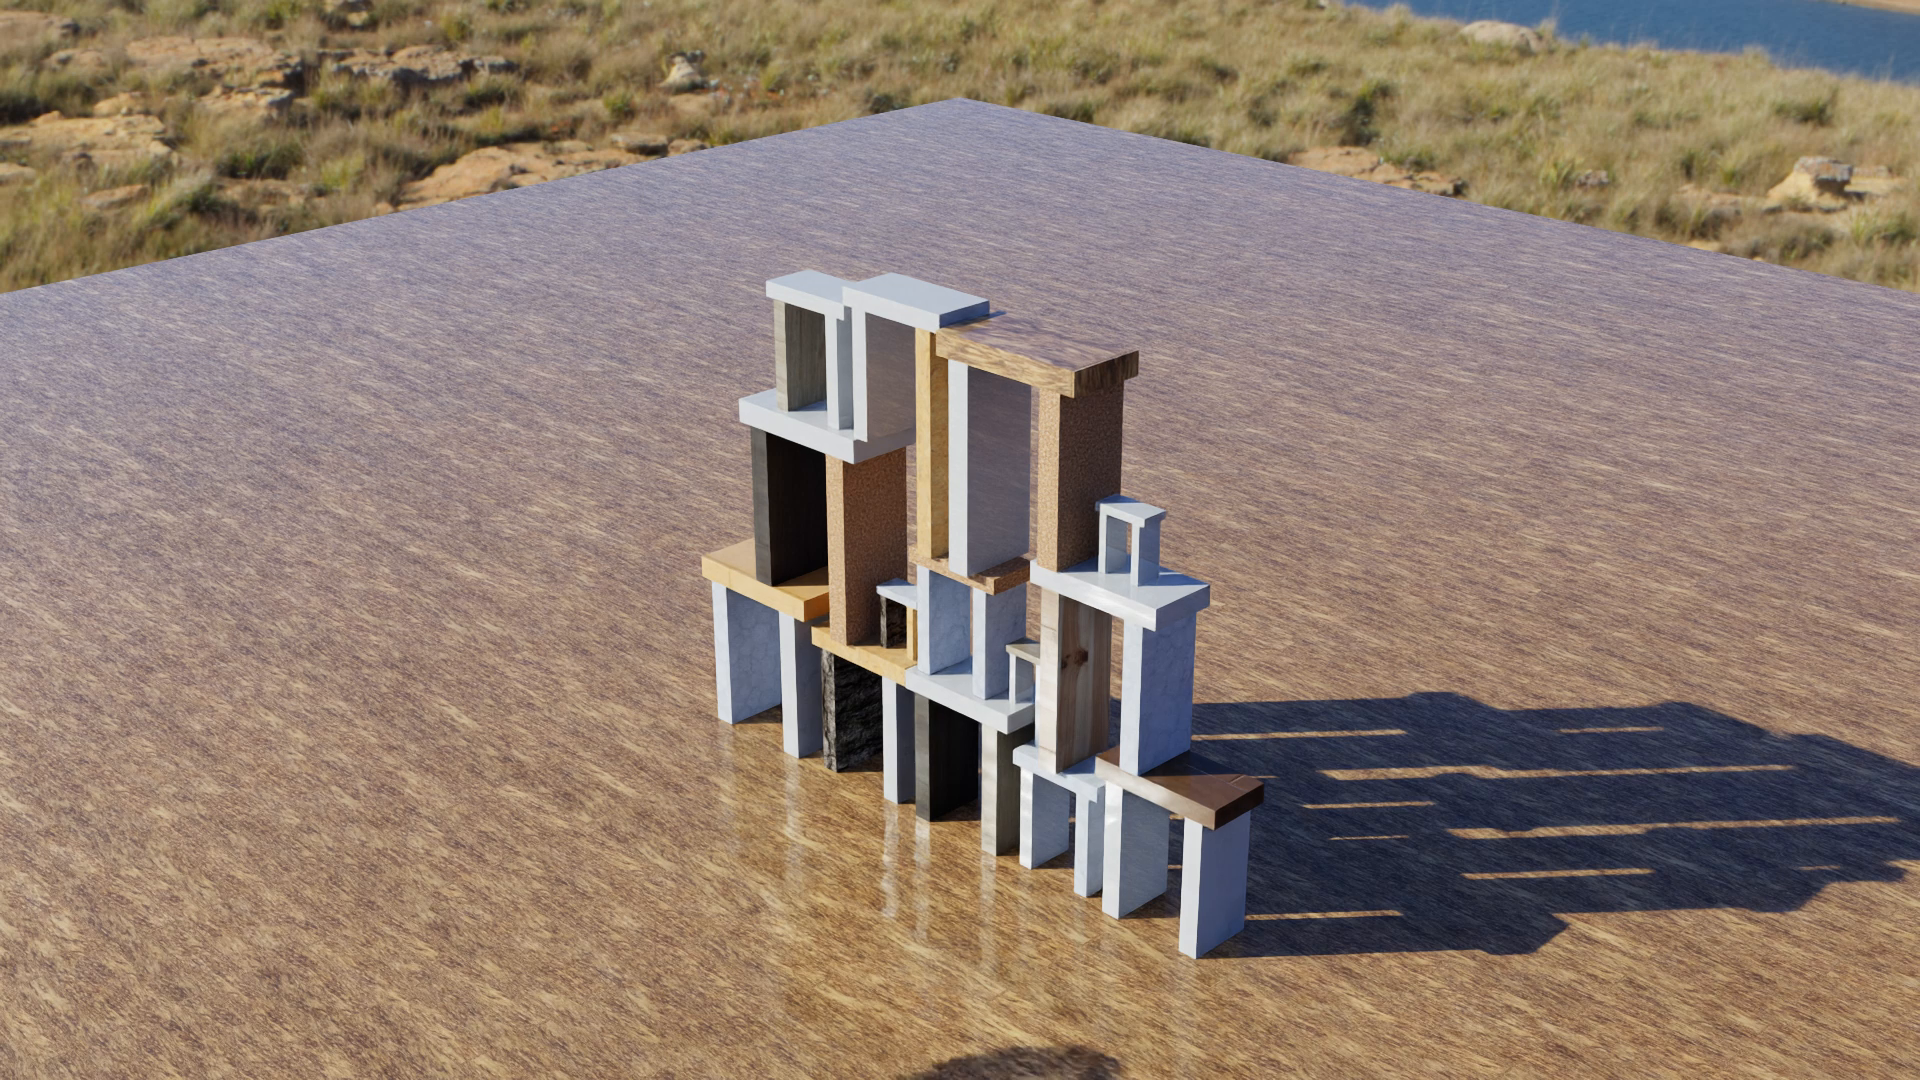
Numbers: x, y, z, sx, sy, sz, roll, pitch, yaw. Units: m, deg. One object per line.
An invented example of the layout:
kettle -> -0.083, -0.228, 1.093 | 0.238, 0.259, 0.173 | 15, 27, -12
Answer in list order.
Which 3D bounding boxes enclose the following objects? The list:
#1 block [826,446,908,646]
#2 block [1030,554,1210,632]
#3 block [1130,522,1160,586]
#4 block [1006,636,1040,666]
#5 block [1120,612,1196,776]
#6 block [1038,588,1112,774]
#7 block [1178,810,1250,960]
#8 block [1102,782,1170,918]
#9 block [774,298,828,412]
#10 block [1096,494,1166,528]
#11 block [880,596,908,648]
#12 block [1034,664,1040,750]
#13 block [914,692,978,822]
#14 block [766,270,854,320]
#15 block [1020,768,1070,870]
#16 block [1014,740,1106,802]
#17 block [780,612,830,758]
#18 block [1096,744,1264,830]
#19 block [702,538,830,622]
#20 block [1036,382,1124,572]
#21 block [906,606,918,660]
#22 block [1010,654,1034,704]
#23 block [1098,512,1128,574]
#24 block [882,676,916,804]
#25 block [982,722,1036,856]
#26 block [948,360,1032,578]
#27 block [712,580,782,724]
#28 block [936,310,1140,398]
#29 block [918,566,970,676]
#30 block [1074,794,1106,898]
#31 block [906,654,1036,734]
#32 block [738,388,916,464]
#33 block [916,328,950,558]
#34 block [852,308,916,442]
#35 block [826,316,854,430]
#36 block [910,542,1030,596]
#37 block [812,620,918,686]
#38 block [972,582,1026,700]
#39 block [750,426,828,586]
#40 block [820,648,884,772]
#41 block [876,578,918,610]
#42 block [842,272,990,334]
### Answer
block -> -0.186, -0.001, 4.433 | 0.049, 0.403, 0.172 | 21, 31, 41
block -> 0.286, 0.077, 3.946 | 0.149, 0.042, 0.298 | -21, 31, -41
block -> 0.328, 0.019, 3.883 | 0.058, 0.115, 0.016 | -21, 31, -41
block -> 0.142, 0.213, 4.163 | 0.051, 0.015, 0.103 | -21, 31, -40
block -> 0.356, 0.261, 3.948 | 0.149, 0.298, 0.042 | -21, 31, -41
block -> 0.215, 0.241, 4.091 | 0.042, 0.372, 0.149 | 21, 31, 41
block -> 0.461, 0.605, 3.978 | 0.040, 0.279, 0.140 | 21, 31, 41
block -> 0.330, 0.554, 4.099 | 0.040, 0.279, 0.139 | 21, 31, 41
block -> -0.315, -0.381, 4.398 | 0.032, 0.228, 0.114 | 21, 31, 41
block -> 0.301, -0.052, 3.882 | 0.058, 0.016, 0.115 | -21, 31, -40
block -> -0.133, 0.157, 4.431 | 0.016, 0.115, 0.058 | 21, 31, 41
block -> 0.166, 0.310, 4.178 | 0.051, 0.177, 0.015 | -21, 31, -41
block -> -0.026, 0.415, 4.427 | 0.040, 0.279, 0.140 | 21, 31, 41
block -> -0.261, -0.480, 4.298 | 0.228, 0.032, 0.114 | 21, 31, 41
block -> 0.165, 0.521, 4.259 | 0.030, 0.214, 0.107 | 21, 31, 41
block -> 0.215, 0.428, 4.165 | 0.214, 0.030, 0.107 | 21, 31, 41
block -> -0.301, 0.283, 4.671 | 0.047, 0.330, 0.165 | 21, 31, 41
block -> 0.395, 0.433, 3.976 | 0.279, 0.040, 0.139 | 21, 31, 41
block -> -0.379, 0.079, 4.669 | 0.330, 0.047, 0.165 | 21, 31, 41
block -> 0.216, -0.127, 3.940 | 0.048, 0.338, 0.169 | 21, 31, 41
block -> -0.079, 0.178, 4.382 | 0.016, 0.115, 0.058 | 21, 31, 41
block -> 0.118, 0.257, 4.208 | 0.015, 0.103, 0.051 | 21, 31, 41
block -> 0.274, -0.002, 3.933 | 0.058, 0.115, 0.016 | -21, 31, -41
block -> -0.093, 0.387, 4.493 | 0.039, 0.278, 0.139 | 21, 31, 41
block -> 0.105, 0.466, 4.306 | 0.040, 0.279, 0.140 | 21, 31, 41
block -> 0.056, -0.152, 4.103 | 0.048, 0.419, 0.169 | 21, 31, 40
block -> -0.457, 0.222, 4.814 | 0.047, 0.330, 0.165 | 21, 31, 41
block -> 0.136, -0.336, 3.938 | 0.338, 0.048, 0.169 | 21, 31, 41
block -> -0.031, 0.141, 4.322 | 0.032, 0.228, 0.114 | 21, 31, 40
block -> 0.266, 0.560, 4.166 | 0.030, 0.214, 0.107 | 21, 31, 41
block -> 0.040, 0.294, 4.304 | 0.279, 0.040, 0.140 | 21, 31, 40
block -> -0.267, -0.240, 4.419 | 0.344, 0.049, 0.172 | 21, 31, 41
block -> -0.022, -0.195, 4.160 | 0.037, 0.453, 0.131 | 21, 31, 40
block -> -0.145, -0.332, 4.237 | 0.037, 0.262, 0.131 | 22, 31, 41
block -> -0.208, -0.340, 4.299 | 0.032, 0.228, 0.114 | 21, 31, 41
block -> 0.022, 0.042, 4.222 | 0.228, 0.032, 0.114 | 21, 31, 40
block -> -0.158, 0.215, 4.491 | 0.278, 0.039, 0.139 | 21, 31, 41
block -> 0.077, 0.182, 4.224 | 0.032, 0.228, 0.114 | 21, 31, 40
block -> -0.348, -0.091, 4.570 | 0.049, 0.344, 0.172 | 21, 31, 41
block -> -0.224, 0.336, 4.614 | 0.039, 0.278, 0.139 | 21, 31, 41
block -> -0.106, 0.107, 4.381 | 0.115, 0.016, 0.058 | 21, 31, 40
block -> -0.084, -0.445, 4.122 | 0.131, 0.037, 0.262 | -21, 31, -40
